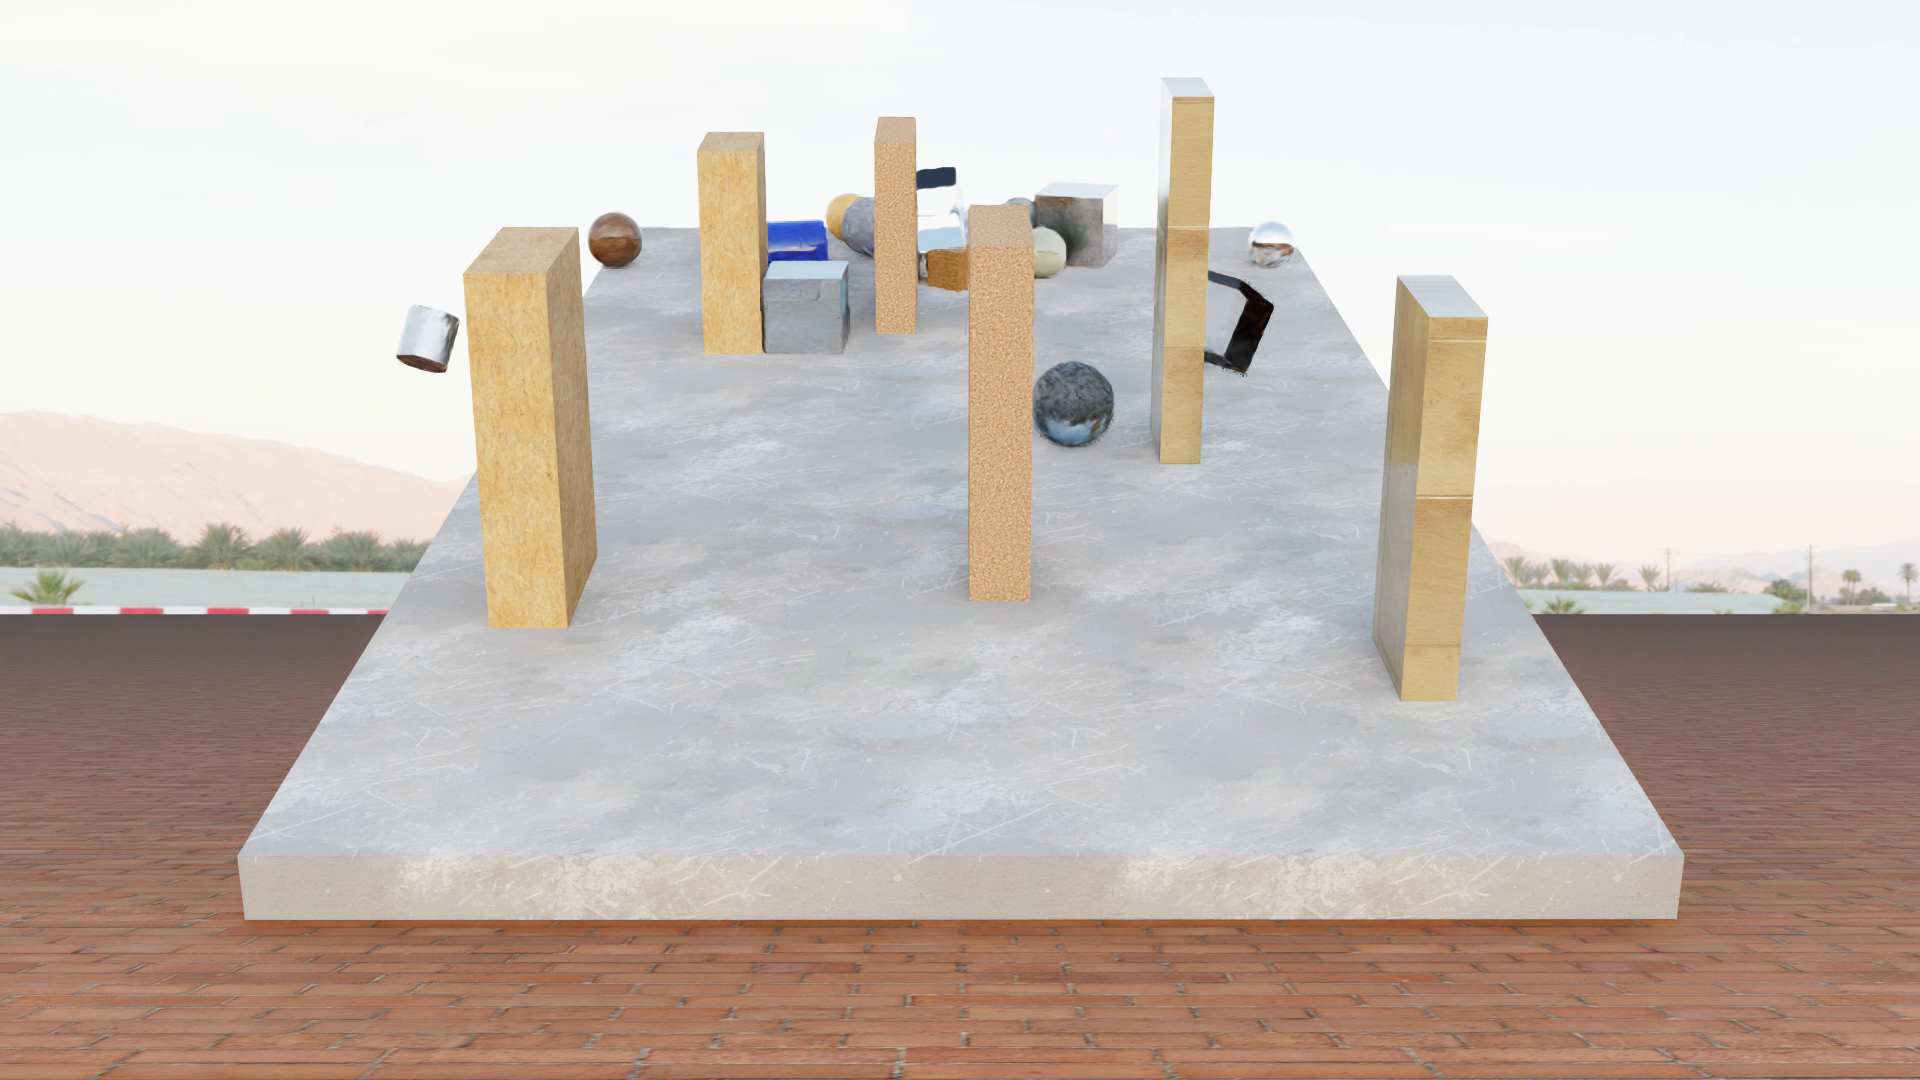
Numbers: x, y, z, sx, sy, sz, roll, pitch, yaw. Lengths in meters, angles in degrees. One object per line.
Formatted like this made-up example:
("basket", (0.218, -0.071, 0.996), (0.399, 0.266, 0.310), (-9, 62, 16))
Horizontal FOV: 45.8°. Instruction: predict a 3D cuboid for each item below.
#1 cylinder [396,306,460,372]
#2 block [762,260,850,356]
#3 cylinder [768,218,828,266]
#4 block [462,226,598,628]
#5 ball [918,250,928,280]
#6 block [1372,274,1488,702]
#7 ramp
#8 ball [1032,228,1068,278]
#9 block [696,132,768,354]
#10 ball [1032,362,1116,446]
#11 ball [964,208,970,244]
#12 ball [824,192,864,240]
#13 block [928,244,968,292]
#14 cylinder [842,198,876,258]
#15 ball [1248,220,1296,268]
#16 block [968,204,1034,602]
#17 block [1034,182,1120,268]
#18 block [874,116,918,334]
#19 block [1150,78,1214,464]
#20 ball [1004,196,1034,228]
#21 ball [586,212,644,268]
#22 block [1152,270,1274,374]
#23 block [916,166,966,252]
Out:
("cylinder", (-1.216, -0.459, 5.191), (0.118, 0.118, 0.118), (11, -14, 3))
("block", (-0.378, -0.573, 5.596), (0.190, 0.190, 0.190), (1, 20, 3))
("cylinder", (-0.461, -0.777, 6.162), (0.180, 0.180, 0.180), (-5, -1, -12))
("block", (-0.742, -0.202, 3.964), (0.134, 0.623, 0.353), (0, 20, 0))
("ball", (-0.109, -0.783, 6.245), (0.135, 0.135, 0.135), (0, -2, 0))
("block", (0.748, -0.084, 3.641), (0.089, 0.631, 0.266), (0, 20, 0))
("ramp", (-0.005, -0.209, 5.031), (2.000, 0.100, 4.000), (0, 20, 0))
("ball", (0.224, -0.791, 6.260), (0.142, 0.142, 0.142), (0, -2, 0))
("block", (-0.554, -0.732, 5.583), (0.141, 0.498, 0.261), (0, 20, 0))
("ball", (0.241, -0.291, 4.848), (0.181, 0.181, 0.181), (0, -2, 0))
("ball", (0.064, -0.845, 6.344), (0.183, 0.183, 0.183), (0, -2, 0))
("ball", (-0.326, -0.951, 6.688), (0.143, 0.143, 0.143), (0, -2, 0))
("block", (-0.009, -0.746, 6.185), (0.107, 0.107, 0.107), (17, 26, 39))
("cylinder", (-0.225, -0.883, 6.475), (0.163, 0.163, 0.163), (1, 16, -38))
("ball", (0.876, -0.831, 6.384), (0.132, 0.132, 0.132), (0, -2, 0))
("block", (0.070, -0.251, 4.076), (0.107, 0.639, 0.342), (0, 20, 0))
("block", (0.332, -0.899, 6.471), (0.199, 0.199, 0.199), (6, 21, 16))
("block", (-0.162, -0.812, 5.820), (0.100, 0.483, 0.377), (0, 20, 0))
("block", (0.461, -0.560, 4.736), (0.084, 0.765, 0.250), (0, 20, 0))
("ball", (0.175, -0.942, 6.677), (0.135, 0.135, 0.135), (0, -2, 0))
("ball", (-0.969, -0.843, 6.375), (0.157, 0.157, 0.157), (0, -2, 0))
("block", (0.586, -0.512, 5.251), (0.172, 0.172, 0.172), (22, -3, 37))
("block", (-0.075, -0.889, 6.107), (0.154, 0.154, 0.154), (-5, -27, 7))
